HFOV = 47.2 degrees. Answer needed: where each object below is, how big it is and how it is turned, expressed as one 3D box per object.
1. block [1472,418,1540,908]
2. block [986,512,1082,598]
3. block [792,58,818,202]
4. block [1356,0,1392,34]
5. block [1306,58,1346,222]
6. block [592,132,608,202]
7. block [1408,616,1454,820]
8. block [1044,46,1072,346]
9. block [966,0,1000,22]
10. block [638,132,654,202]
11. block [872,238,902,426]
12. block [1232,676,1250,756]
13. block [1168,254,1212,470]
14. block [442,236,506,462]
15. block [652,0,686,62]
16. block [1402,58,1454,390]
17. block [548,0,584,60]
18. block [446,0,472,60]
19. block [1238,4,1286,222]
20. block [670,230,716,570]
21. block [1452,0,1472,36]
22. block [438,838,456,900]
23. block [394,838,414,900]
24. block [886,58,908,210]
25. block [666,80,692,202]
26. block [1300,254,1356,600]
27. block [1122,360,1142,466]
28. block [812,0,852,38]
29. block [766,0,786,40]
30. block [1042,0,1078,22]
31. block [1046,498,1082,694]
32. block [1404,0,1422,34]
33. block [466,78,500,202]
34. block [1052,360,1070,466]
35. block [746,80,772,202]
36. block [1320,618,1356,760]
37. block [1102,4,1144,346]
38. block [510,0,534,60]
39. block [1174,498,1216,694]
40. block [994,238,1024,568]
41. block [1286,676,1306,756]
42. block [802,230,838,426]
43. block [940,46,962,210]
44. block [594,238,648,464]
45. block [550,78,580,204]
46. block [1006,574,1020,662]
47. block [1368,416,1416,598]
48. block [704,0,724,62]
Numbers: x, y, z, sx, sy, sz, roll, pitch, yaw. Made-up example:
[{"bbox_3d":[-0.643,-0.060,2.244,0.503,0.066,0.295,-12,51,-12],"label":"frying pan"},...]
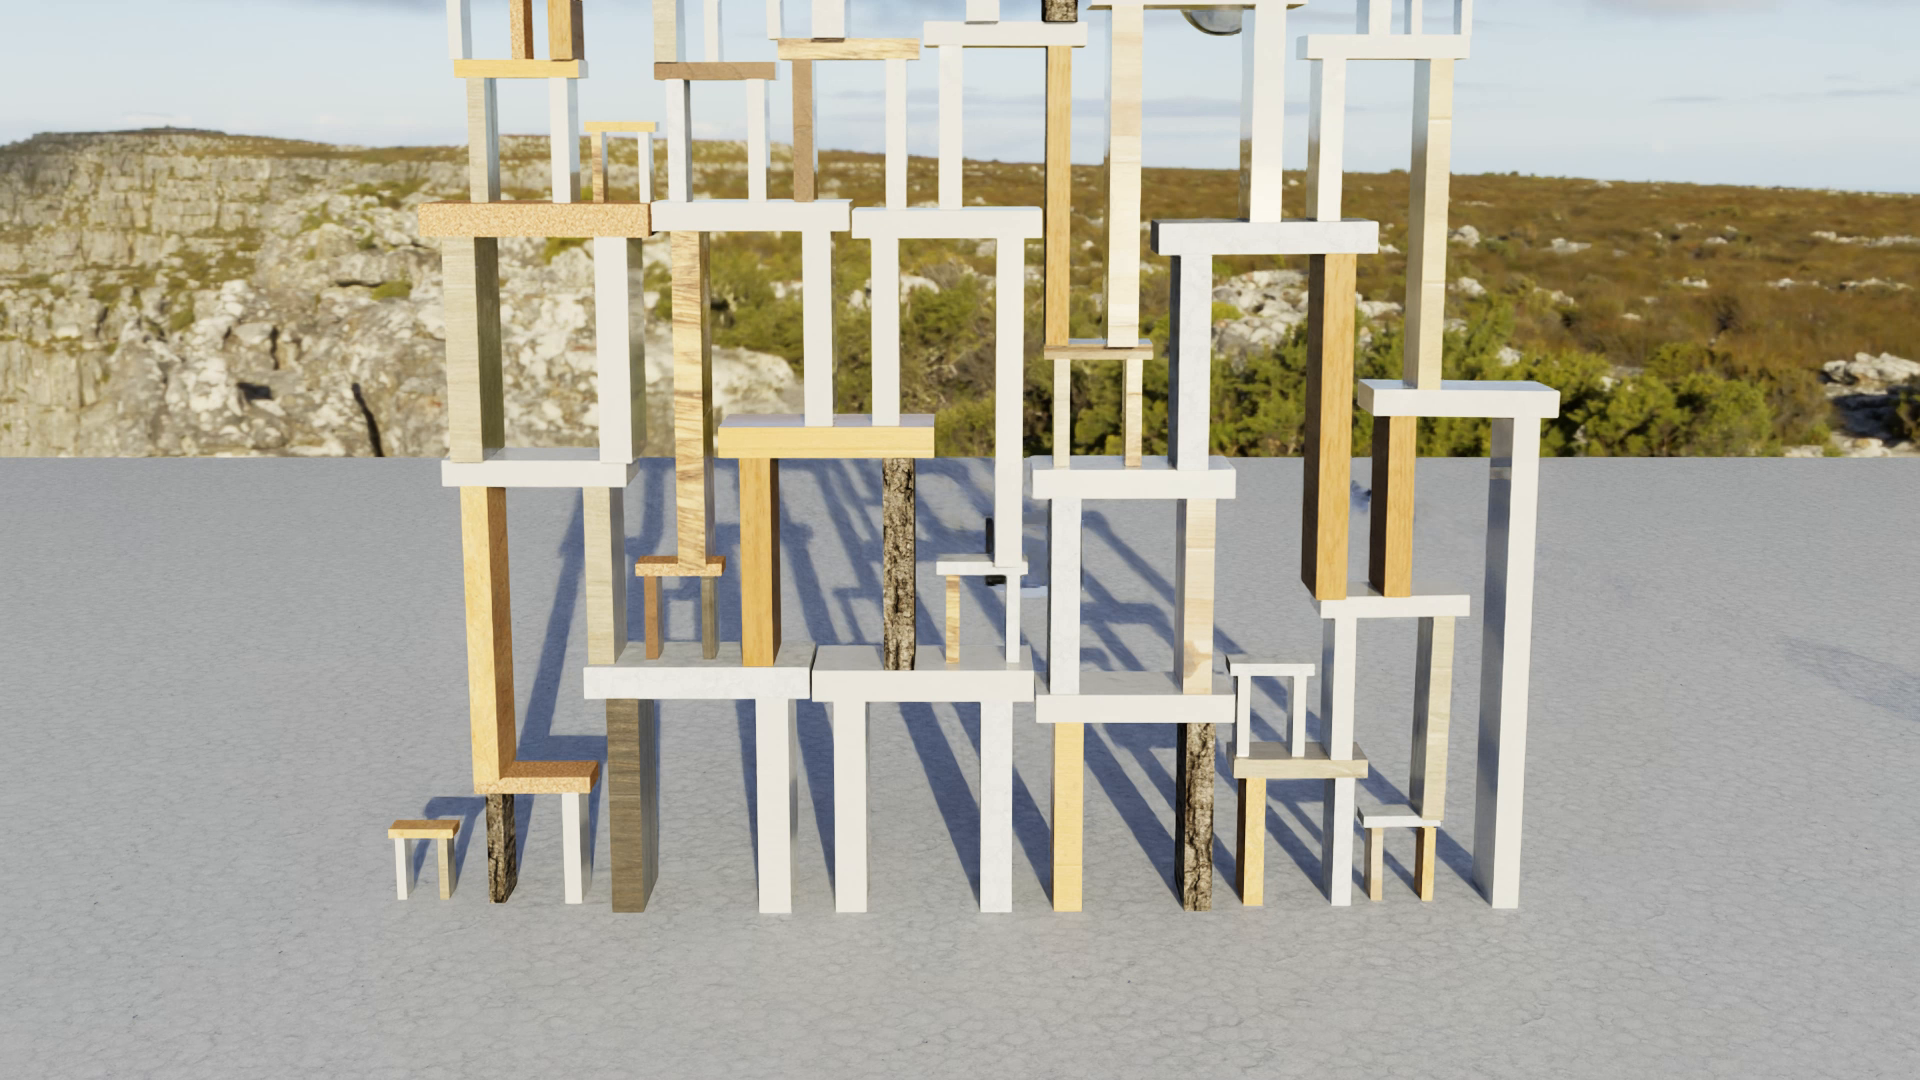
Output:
[{"bbox_3d":[0.892,0.192,3.598,0.041,0.809,0.145,0,11,0],"label":"block"},{"bbox_3d":[0.202,0.041,6.089,0.196,0.196,0.196,-5,12,-26],"label":"block"},{"bbox_3d":[-0.242,-0.640,3.437,0.031,0.217,0.108,0,11,0],"label":"block"},{"bbox_3d":[0.639,-0.940,3.376,0.033,0.324,0.116,0,11,0],"label":"block"},{"bbox_3d":[0.571,-0.625,3.438,0.035,0.247,0.123,0,11,0],"label":"block"},{"bbox_3d":[-0.564,-0.584,3.445,0.015,0.109,0.054,0,11,0],"label":"block"},{"bbox_3d":[0.774,0.279,3.611,0.034,0.340,0.118,1,11,0],"label":"block"},{"bbox_3d":[0.152,-0.541,3.457,0.035,0.458,0.125,0,11,0],"label":"block"},{"bbox_3d":[0.035,-0.971,3.373,0.049,0.346,0.173,0,11,0],"label":"block"},{"bbox_3d":[-0.491,-0.584,3.445,0.015,0.109,0.054,0,11,0],"label":"block"},{"bbox_3d":[-0.117,-0.336,3.496,0.042,0.293,0.147,0,11,0],"label":"block"},{"bbox_3d":[0.461,0.280,3.608,0.019,0.136,0.068,0,11,0],"label":"block"},{"bbox_3d":[0.365,-0.290,3.504,0.048,0.337,0.168,0,11,0],"label":"block"},{"bbox_3d":[-0.772,-0.310,3.496,0.050,0.351,0.175,0,11,0],"label":"block"},{"bbox_3d":[-0.450,-0.863,3.395,0.034,0.246,0.121,0,11,0],"label":"block"},{"bbox_3d":[0.736,-0.496,3.462,0.035,0.508,0.123,0,11,0],"label":"block"},{"bbox_3d":[-0.610,-0.863,3.389,0.034,0.242,0.121,0,11,0],"label":"block"},{"bbox_3d":[-0.774,-0.816,3.397,0.020,0.144,0.072,0,11,0],"label":"block"},{"bbox_3d":[0.471,-0.664,3.433,0.046,0.328,0.164,0,11,1],"label":"block"},{"bbox_3d":[-0.425,-0.229,3.515,0.043,0.532,0.152,0,11,0],"label":"block"},{"bbox_3d":[0.778,-0.838,3.399,0.016,0.115,0.058,-1,12,0],"label":"block"},{"bbox_3d":[-0.853,0.538,3.659,0.015,0.105,0.053,0,11,0],"label":"block"},{"bbox_3d":[-0.924,0.538,3.659,0.015,0.105,0.053,0,11,0],"label":"block"},{"bbox_3d":[-0.098,-0.633,3.434,0.031,0.229,0.108,0,11,1],"label":"block"},{"bbox_3d":[-0.438,-0.624,3.439,0.026,0.186,0.093,0,11,0],"label":"block"},{"bbox_3d":[0.588,-0.188,3.519,0.048,0.545,0.168,0,10,1],"label":"block"},{"bbox_3d":[0.275,-0.209,3.521,0.024,0.171,0.086,0,11,0],"label":"block"},{"bbox_3d":[-0.197,-0.958,3.373,0.049,0.371,0.173,0,11,1],"label":"block"},{"bbox_3d":[-0.286,-0.847,3.398,0.020,0.143,0.072,-1,11,1],"label":"block"},{"bbox_3d":[0.153,-1.006,3.370,0.049,0.416,0.173,0,11,0],"label":"block"},{"bbox_3d":[0.168,0.077,3.574,0.045,0.319,0.159,0,11,0],"label":"block"},{"bbox_3d":[0.701,-0.838,3.400,0.016,0.115,0.058,-1,12,0],"label":"block"},{"bbox_3d":[-0.745,-0.626,3.442,0.027,0.191,0.095,0,11,0],"label":"block"},{"bbox_3d":[0.161,-0.209,3.521,0.024,0.171,0.086,0,11,0],"label":"block"},{"bbox_3d":[-0.314,-0.624,3.439,0.026,0.186,0.093,0,11,0],"label":"block"},{"bbox_3d":[0.619,0.230,3.602,0.034,0.237,0.118,0,11,0],"label":"block"},{"bbox_3d":[0.254,-0.570,3.451,0.046,0.517,0.164,0,11,0],"label":"block"},{"bbox_3d":[-0.678,-0.815,3.397,0.020,0.144,0.072,0,11,0],"label":"block"},{"bbox_3d":[0.380,0.076,3.575,0.045,0.319,0.159,0,11,0],"label":"block"},{"bbox_3d":[0.077,-0.225,3.516,0.042,0.518,0.147,0,10,0],"label":"block"},{"bbox_3d":[0.552,0.280,3.608,0.019,0.136,0.068,0,11,0],"label":"block"},{"bbox_3d":[-0.222,-0.341,3.494,0.043,0.304,0.152,0,11,0],"label":"block"},{"bbox_3d":[-0.014,-0.643,3.436,0.035,0.249,0.125,0,11,0],"label":"block"},{"bbox_3d":[-0.539,-0.309,3.497,0.050,0.351,0.176,0,11,0],"label":"block"},{"bbox_3d":[-0.618,-0.626,3.443,0.027,0.191,0.095,0,11,0],"label":"block"},{"bbox_3d":[0.086,0.121,3.585,0.021,0.146,0.073,0,11,0],"label":"block"},{"bbox_3d":[0.697,-0.065,3.550,0.041,0.291,0.145,0,11,0],"label":"block"},{"bbox_3d":[-0.382,-0.829,3.401,0.020,0.178,0.072,0,11,0],"label":"block"}]
